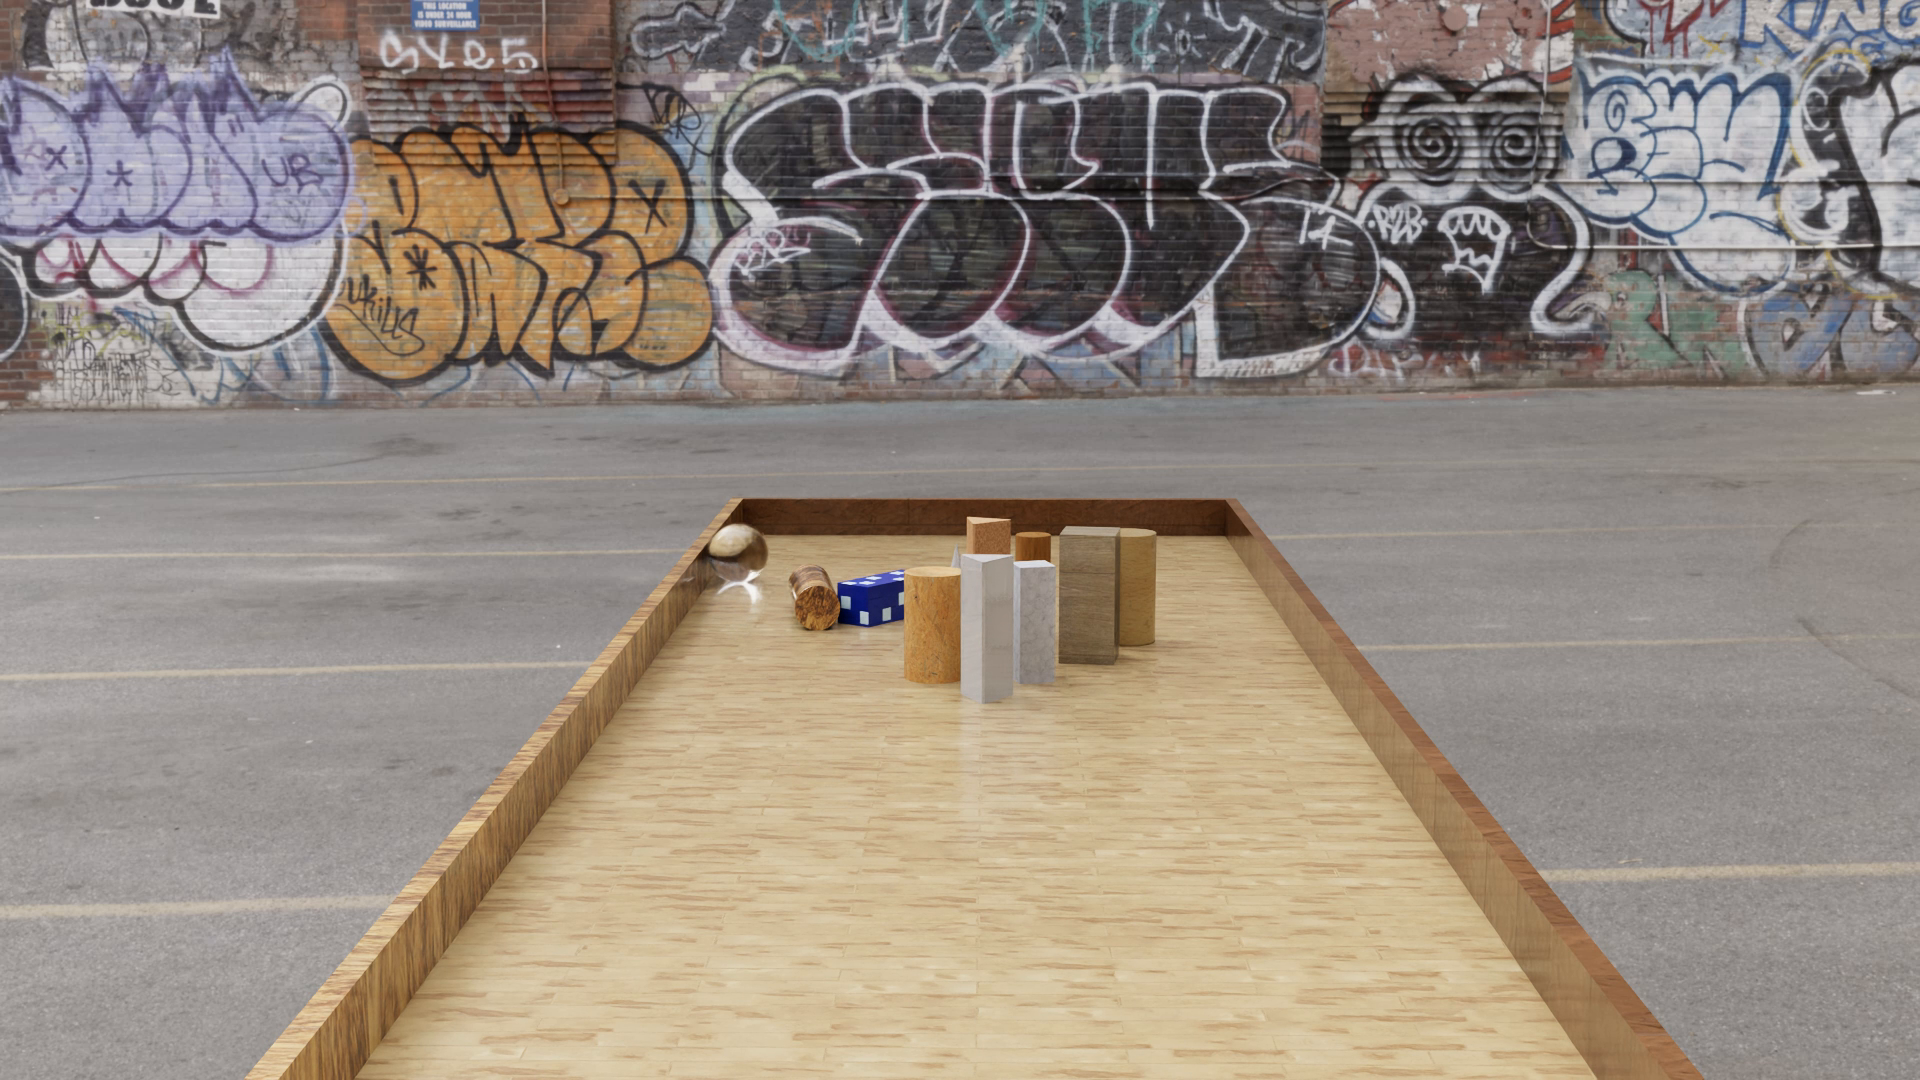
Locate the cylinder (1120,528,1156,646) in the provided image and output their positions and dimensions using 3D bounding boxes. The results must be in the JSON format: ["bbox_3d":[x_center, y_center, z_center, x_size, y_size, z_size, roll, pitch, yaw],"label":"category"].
[{"bbox_3d":[0.530,0.148,6.960,0.178,0.348,0.178,0,9,0],"label":"cylinder"}]

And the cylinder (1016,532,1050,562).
[{"bbox_3d":[0.231,0.152,6.956,0.112,0.342,0.112,0,9,0],"label":"cylinder"}]

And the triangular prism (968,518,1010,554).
[{"bbox_3d":[0.061,0.148,6.715,0.141,0.426,0.122,-7,11,-37],"label":"triangular prism"}]

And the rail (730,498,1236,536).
[{"bbox_3d":[0.099,-0.098,9.147,2.100,0.150,0.050,0,9,1],"label":"rail"}]

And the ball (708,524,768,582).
[{"bbox_3d":[-0.809,0.048,8.018,0.215,0.215,0.215,0,9,0],"label":"ball"}]

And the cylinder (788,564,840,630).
[{"bbox_3d":[-0.490,0.188,7.352,0.148,0.148,0.429,-1,9,-7],"label":"cylinder"}]

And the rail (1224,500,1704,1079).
[{"bbox_3d":[1.046,0.843,3.208,0.050,0.150,12.000,0,9,1],"label":"rail"}]

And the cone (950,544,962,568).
[{"bbox_3d":[-0.011,0.163,6.973,0.145,0.316,0.145,0,9,0],"label":"cone"}]

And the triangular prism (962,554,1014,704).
[{"bbox_3d":[0.056,0.244,6.186,0.126,0.402,0.146,6,11,35],"label":"triangular prism"}]

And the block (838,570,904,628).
[{"bbox_3d":[-0.250,0.194,7.359,0.134,0.134,0.329,7,11,38],"label":"block"}]

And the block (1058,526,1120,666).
[{"bbox_3d":[0.395,0.168,6.691,0.168,0.395,0.168,2,9,9],"label":"block"}]

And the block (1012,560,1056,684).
[{"bbox_3d":[0.211,0.239,6.408,0.106,0.343,0.106,-2,9,-15],"label":"block"}]

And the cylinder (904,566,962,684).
[{"bbox_3d":[-0.074,0.247,6.443,0.180,0.315,0.180,0,9,0],"label":"cylinder"}]

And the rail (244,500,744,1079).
[{"bbox_3d":[-1.004,0.839,3.234,0.050,0.150,12.000,0,9,1],"label":"rail"}]
